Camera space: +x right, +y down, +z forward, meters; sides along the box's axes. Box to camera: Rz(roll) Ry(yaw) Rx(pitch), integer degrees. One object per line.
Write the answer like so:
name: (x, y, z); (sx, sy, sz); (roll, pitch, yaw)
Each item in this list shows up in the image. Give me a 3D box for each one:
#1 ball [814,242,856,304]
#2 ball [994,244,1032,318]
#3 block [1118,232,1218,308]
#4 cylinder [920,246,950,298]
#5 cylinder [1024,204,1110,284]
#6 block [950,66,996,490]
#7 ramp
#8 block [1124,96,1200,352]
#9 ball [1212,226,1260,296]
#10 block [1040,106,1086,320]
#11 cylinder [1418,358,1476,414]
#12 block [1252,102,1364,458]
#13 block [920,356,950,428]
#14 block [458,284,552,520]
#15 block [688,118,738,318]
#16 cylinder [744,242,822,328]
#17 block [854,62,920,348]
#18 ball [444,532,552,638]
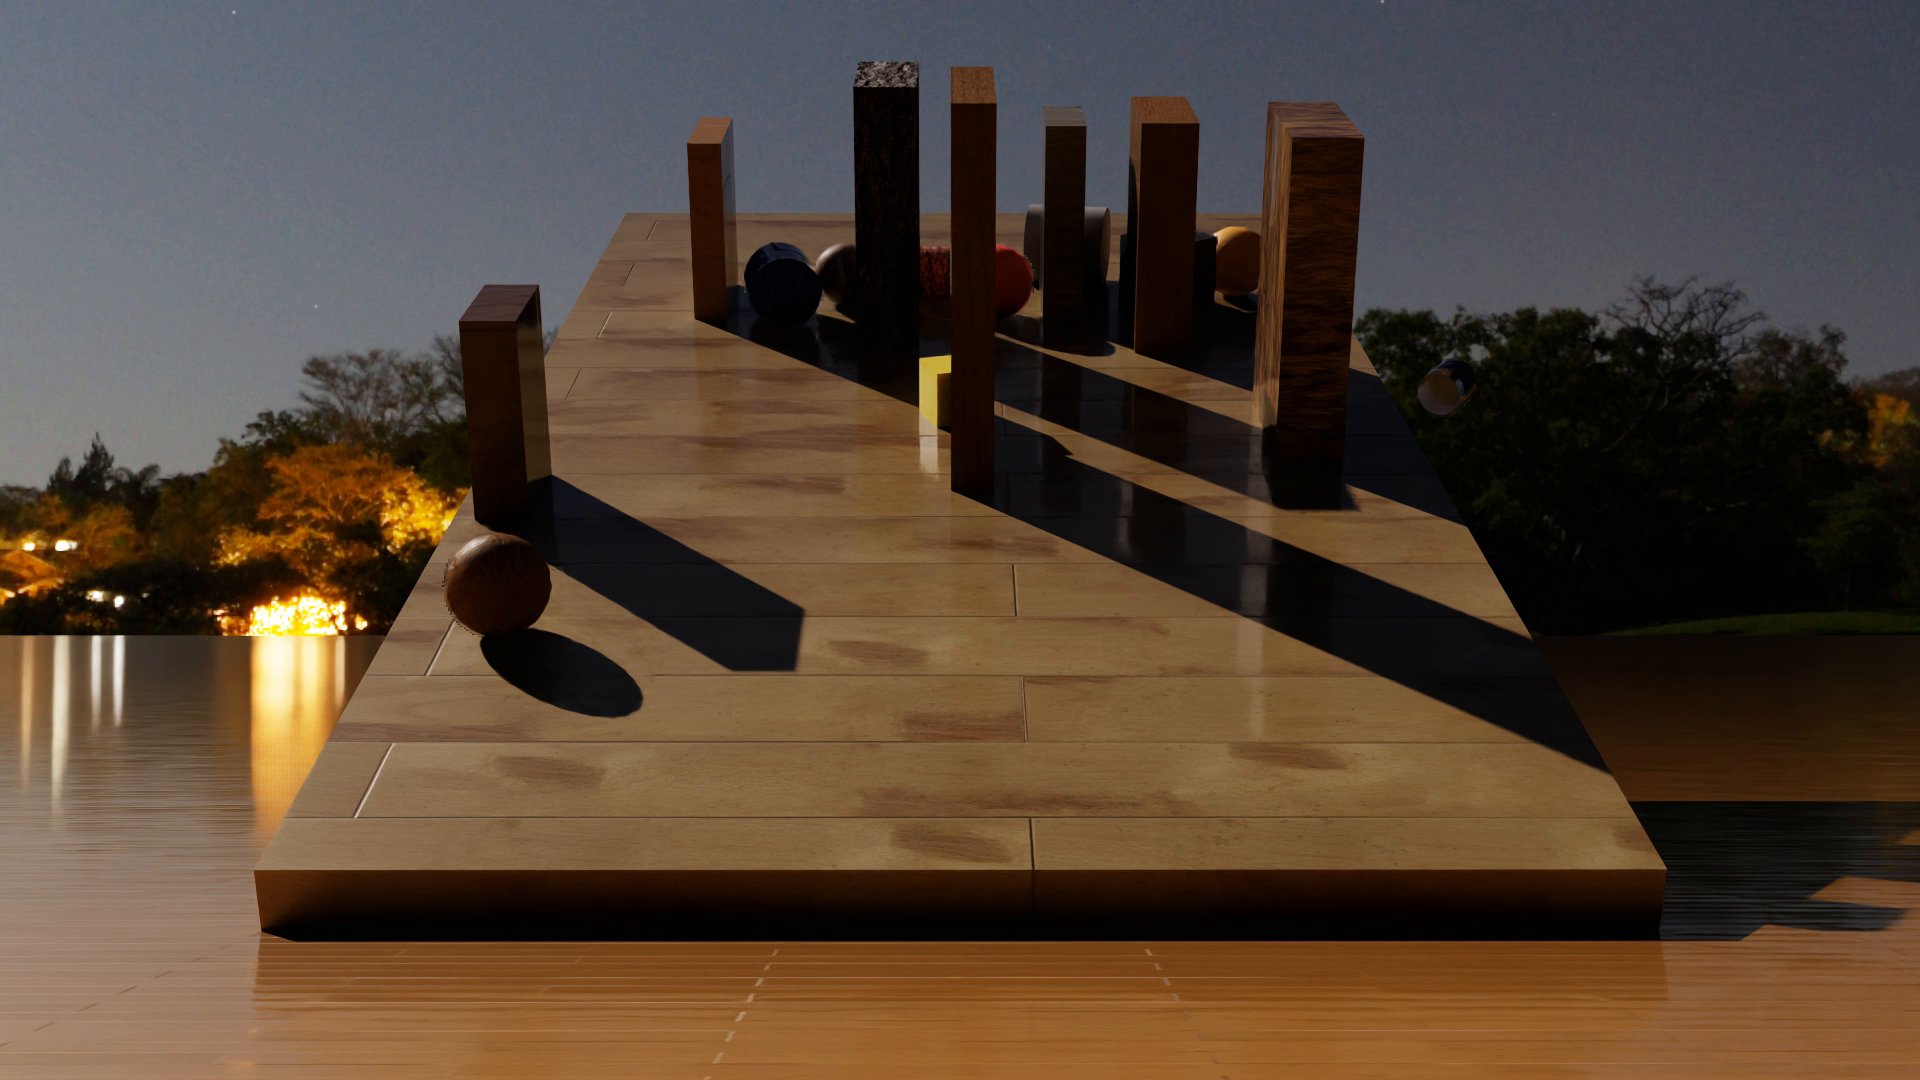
ball: (-0.301, -0.696, 5.980); (0.160, 0.160, 0.160); (0, -2, 0)
ball: (0.093, -0.661, 5.856); (0.187, 0.187, 0.187); (0, -2, 0)
block: (0.544, -0.711, 5.996); (0.178, 0.178, 0.178); (-18, 28, -38)
cylinder: (-0.094, -0.710, 6.051); (0.134, 0.134, 0.134); (1, -2, 1)
cylinder: (0.290, -0.799, 6.179); (0.207, 0.207, 0.207); (4, -1, 10)
block: (0.025, -0.545, 4.730); (0.088, 0.792, 0.409); (0, 21, 0)
ramp: (-0.006, -0.217, 5.117); (2.000, 0.100, 4.000); (0, 21, 0)
block: (0.495, -0.782, 5.650); (0.136, 0.563, 0.342); (0, 21, 0)
ball: (0.728, -0.737, 6.056); (0.185, 0.185, 0.185); (0, -2, 0)
block: (0.263, -0.845, 5.899); (0.102, 0.498, 0.267); (0, 21, 0)
cylinder: (1.230, -0.387, 5.777); (0.112, 0.112, 0.112); (-2, 21, 37)
block: (0.743, -0.564, 4.926); (0.146, 0.687, 0.386); (0, 21, 0)
block: (-0.012, -0.334, 5.106); (0.125, 0.125, 0.125); (-7, 23, -18)
block: (-0.905, -0.278, 4.571); (0.109, 0.408, 0.268); (0, 21, 0)
block: (-0.639, -0.839, 5.942); (0.084, 0.453, 0.336); (0, 21, 0)
cylinder: (-0.453, -0.651, 5.832); (0.179, 0.179, 0.179); (0, 20, -11)
block: (-0.178, -0.832, 5.668); (0.150, 0.641, 0.352); (0, 21, 0)
ball: (-0.802, 0.078, 3.975); (0.182, 0.182, 0.182); (0, -2, 0)
